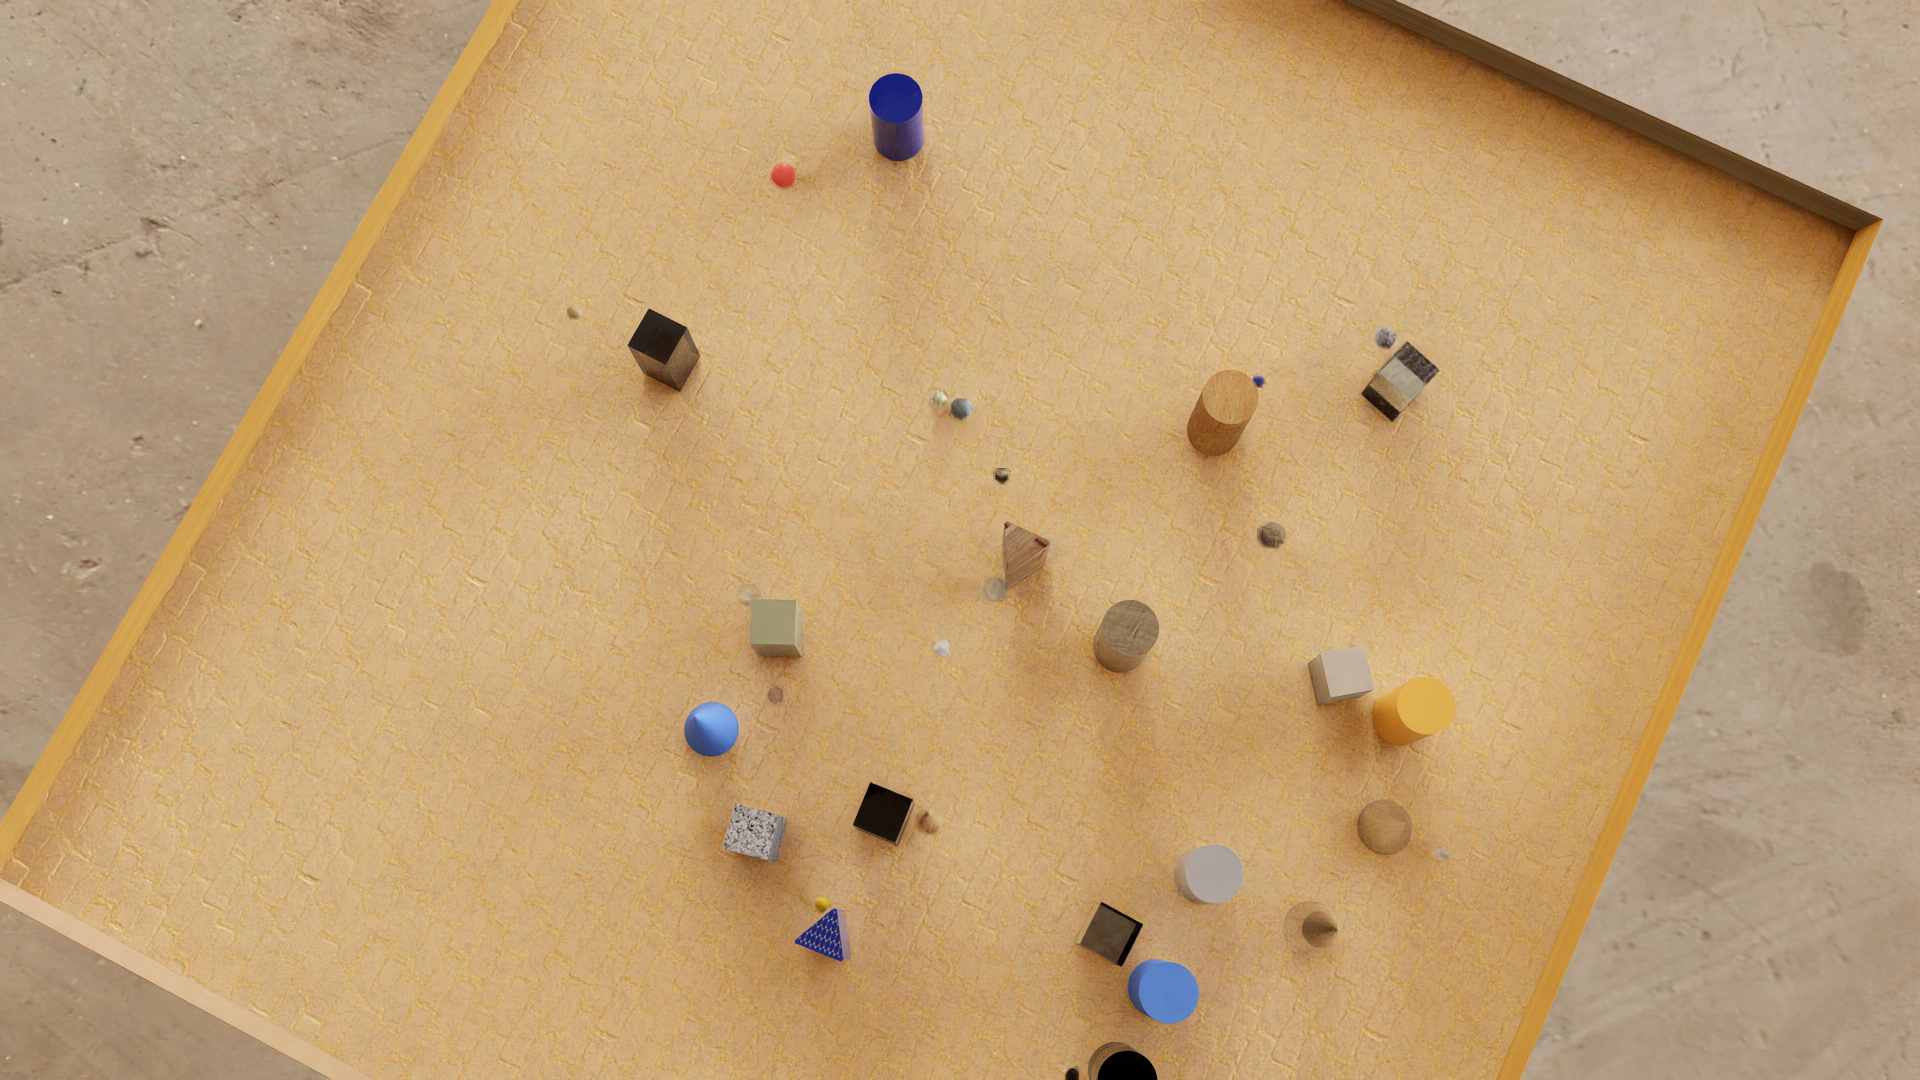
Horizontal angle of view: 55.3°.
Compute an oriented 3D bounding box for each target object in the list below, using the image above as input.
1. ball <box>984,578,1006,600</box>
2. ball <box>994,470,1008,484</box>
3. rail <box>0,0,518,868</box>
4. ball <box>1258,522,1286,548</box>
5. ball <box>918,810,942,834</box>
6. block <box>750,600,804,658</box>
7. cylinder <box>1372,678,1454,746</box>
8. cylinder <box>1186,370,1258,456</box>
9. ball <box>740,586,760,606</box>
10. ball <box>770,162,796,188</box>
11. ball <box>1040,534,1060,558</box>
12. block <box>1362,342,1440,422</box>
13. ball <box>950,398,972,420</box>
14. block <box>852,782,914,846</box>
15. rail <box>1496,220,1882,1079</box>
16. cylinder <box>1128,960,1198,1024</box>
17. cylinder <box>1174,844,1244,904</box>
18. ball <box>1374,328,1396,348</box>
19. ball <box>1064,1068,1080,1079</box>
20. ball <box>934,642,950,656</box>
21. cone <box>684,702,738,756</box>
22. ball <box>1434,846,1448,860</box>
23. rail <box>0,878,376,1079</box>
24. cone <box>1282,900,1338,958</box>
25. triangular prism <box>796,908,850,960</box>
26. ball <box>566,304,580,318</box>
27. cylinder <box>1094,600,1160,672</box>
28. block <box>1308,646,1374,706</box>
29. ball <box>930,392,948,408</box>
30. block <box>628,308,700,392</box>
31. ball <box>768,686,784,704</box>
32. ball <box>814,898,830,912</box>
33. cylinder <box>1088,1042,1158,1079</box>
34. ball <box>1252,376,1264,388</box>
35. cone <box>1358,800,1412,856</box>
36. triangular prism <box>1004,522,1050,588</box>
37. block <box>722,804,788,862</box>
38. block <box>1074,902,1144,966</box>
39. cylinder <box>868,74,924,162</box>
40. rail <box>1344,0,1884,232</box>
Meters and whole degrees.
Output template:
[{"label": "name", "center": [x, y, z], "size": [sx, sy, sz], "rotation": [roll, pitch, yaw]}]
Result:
[{"label": "ball", "center": [0.107, 0.149, 5.540], "size": [0.070, 0.070, 0.070], "rotation": [0, 78, 0]}, {"label": "ball", "center": [0.128, -0.196, 5.634], "size": [0.044, 0.044, 0.044], "rotation": [0, 78, 0]}, {"label": "rail", "center": [-1.876, -0.913, 5.749], "size": [0.045, 0.106, 4.395], "rotation": [26, 80, 5]}, {"label": "ball", "center": [0.951, -0.014, 5.577], "size": [0.081, 0.081, 0.081], "rotation": [0, 78, 0]}, {"label": "ball", "center": [-0.087, 0.832, 5.409], "size": [0.069, 0.069, 0.069], "rotation": [0, 78, 0]}, {"label": "block", "center": [-0.542, 0.263, 5.428], "size": [0.131, 0.261, 0.131], "rotation": [1, 78, 0]}, {"label": "cylinder", "center": [1.320, 0.502, 5.348], "size": [0.164, 0.322, 0.164], "rotation": [0, 78, 0]}, {"label": "cylinder", "center": [0.786, -0.378, 5.502], "size": [0.164, 0.375, 0.164], "rotation": [0, 78, 0]}, {"label": "ball", "center": [-0.634, 0.167, 5.523], "size": [0.063, 0.063, 0.063], "rotation": [0, 78, 0]}, {"label": "ball", "center": [-0.560, -1.158, 5.815], "size": [0.078, 0.078, 0.078], "rotation": [0, 78, 0]}, {"label": "ball", "center": [0.266, 0.019, 5.549], "size": [0.073, 0.073, 0.073], "rotation": [0, 78, 0]}, {"label": "block", "center": [1.342, -0.481, 5.591], "size": [0.131, 0.242, 0.131], "rotation": [44, 82, 8]}, {"label": "ball", "center": [0.004, -0.407, 5.665], "size": [0.068, 0.068, 0.068], "rotation": [0, 78, 0]}, {"label": "block", "center": [-0.219, 0.798, 5.323], "size": [0.131, 0.251, 0.131], "rotation": [22, 79, 4]}, {"label": "rail", "center": [1.876, 0.924, 5.370], "size": [0.045, 0.106, 4.395], "rotation": [26, 80, 5]}, {"label": "cylinder", "center": [0.571, 1.272, 5.178], "size": [0.164, 0.344, 0.164], "rotation": [0, 78, 0]}, {"label": "cylinder", "center": [0.715, 0.965, 5.280], "size": [0.164, 0.267, 0.164], "rotation": [0, 78, 0]}, {"label": "ball", "center": [1.327, -0.630, 5.713], "size": [0.065, 0.065, 0.065], "rotation": [0, 78, 0]}, {"label": "ball", "center": [0.324, 1.543, 5.275], "size": [0.044, 0.044, 0.044], "rotation": [0, 78, 0]}, {"label": "ball", "center": [-0.055, 0.329, 5.524], "size": [0.047, 0.047, 0.047], "rotation": [0, 78, 0]}, {"label": "cone", "center": [-0.746, 0.531, 5.319], "size": [0.164, 0.366, 0.164], "rotation": [0, 78, 0]}, {"label": "ball", "center": [1.418, 0.924, 5.404], "size": [0.042, 0.042, 0.042], "rotation": [0, 78, 0]}, {"label": "rail", "center": [-0.972, 1.910, 5.167], "size": [4.242, 0.106, 0.045], "rotation": [26, 80, 5]}, {"label": "cone", "center": [1.029, 1.102, 5.182], "size": [0.164, 0.405, 0.164], "rotation": [0, 78, 0]}, {"label": "triangular prism", "center": [-0.365, 1.105, 5.201], "size": [0.142, 0.366, 0.123], "rotation": [21, 79, 4]}, {"label": "ball", "center": [-1.211, -0.715, 5.741], "size": [0.043, 0.043, 0.043], "rotation": [0, 78, 0]}, {"label": "cylinder", "center": [0.485, 0.286, 5.382], "size": [0.164, 0.343, 0.164], "rotation": [0, 78, 0]}, {"label": "block", "center": [1.126, 0.402, 5.426], "size": [0.131, 0.209, 0.131], "rotation": [-10, 79, -2]}, {"label": "ball", "center": [-0.068, -0.434, 5.677], "size": [0.055, 0.055, 0.055], "rotation": [0, 78, 0]}, {"label": "block", "center": [-0.901, -0.577, 5.590], "size": [0.131, 0.283, 0.131], "rotation": [27, 80, 5]}, {"label": "ball", "center": [-0.553, 0.465, 5.494], "size": [0.051, 0.051, 0.051], "rotation": [0, 78, 0]}, {"label": "ball", "center": [-0.405, 1.068, 5.374], "size": [0.042, 0.042, 0.042], "rotation": [0, 78, 0]}, {"label": "cylinder", "center": [0.451, 1.498, 5.119], "size": [0.164, 0.369, 0.164], "rotation": [0, 78, 0]}, {"label": "ball", "center": [0.926, -0.491, 5.696], "size": [0.042, 0.042, 0.042], "rotation": [0, 78, 0]}, {"label": "cone", "center": [1.261, 0.824, 5.301], "size": [0.164, 0.283, 0.164], "rotation": [0, 78, 0]}, {"label": "triangular prism", "center": [0.167, 0.030, 5.444], "size": [0.142, 0.325, 0.123], "rotation": [-34, 80, -7]}, {"label": "block", "center": [-0.592, 0.852, 5.316], "size": [0.131, 0.242, 0.131], "rotation": [14, 79, 3]}, {"label": "block", "center": [0.420, 1.123, 5.226], "size": [0.131, 0.310, 0.131], "rotation": [28, 80, 5]}, {"label": "cylinder", "center": [-0.197, -1.322, 5.742], "size": [0.164, 0.287, 0.164], "rotation": [0, 78, 0]}, {"label": "rail", "center": [0.972, -1.899, 5.952], "size": [4.242, 0.106, 0.045], "rotation": [26, 80, 5]}]
